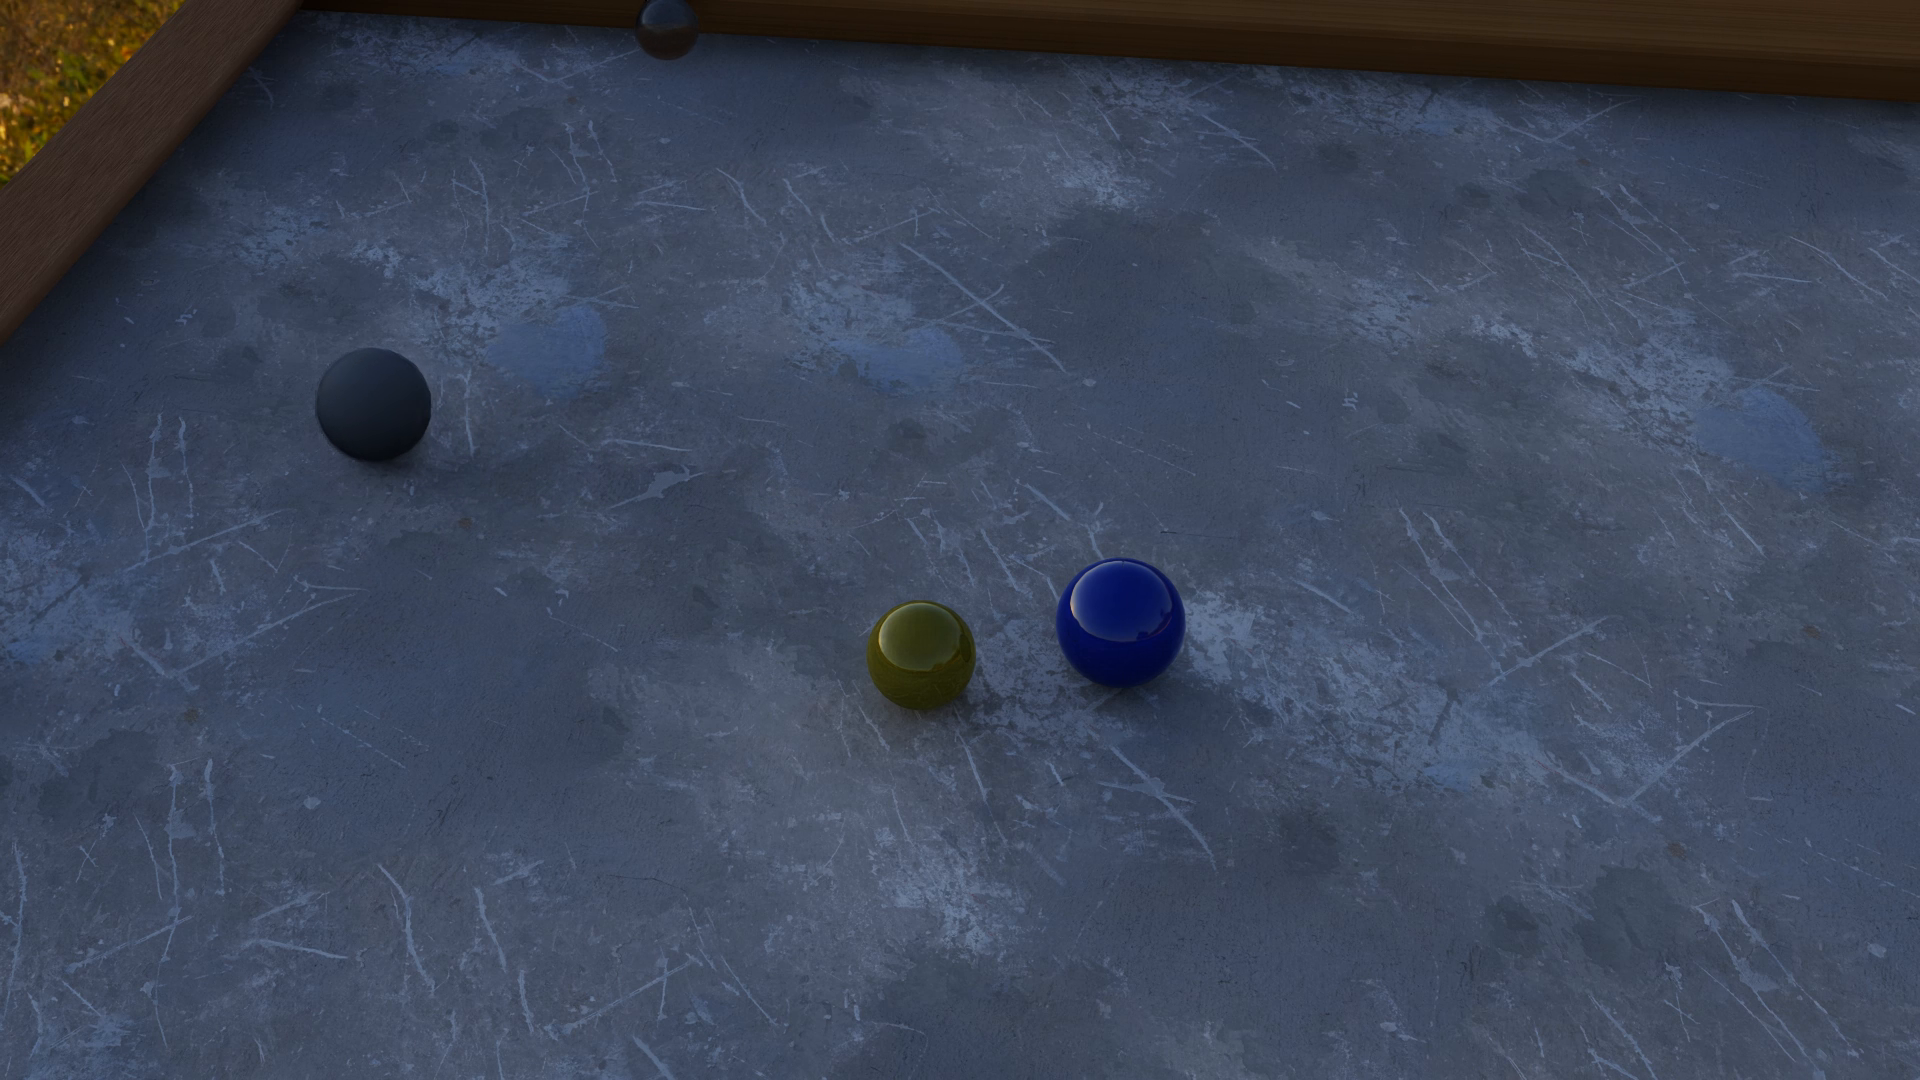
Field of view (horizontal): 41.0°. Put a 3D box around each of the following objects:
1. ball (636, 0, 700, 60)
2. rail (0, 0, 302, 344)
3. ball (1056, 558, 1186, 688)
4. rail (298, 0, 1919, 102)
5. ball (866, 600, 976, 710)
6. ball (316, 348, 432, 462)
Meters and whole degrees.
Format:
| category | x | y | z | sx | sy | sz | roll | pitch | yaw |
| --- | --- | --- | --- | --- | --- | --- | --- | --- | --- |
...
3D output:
| category | x | y | z | sx | sy | sz | roll | pitch | yaw |
| --- | --- | --- | --- | --- | --- | --- | --- | --- | --- |
| ball | -0.302 | -0.528 | 2.647 | 0.066 | 0.066 | 0.066 | 0 | 35 | 0 |
| rail | -0.825 | -0.081 | 1.952 | 0.045 | 0.118 | 1.922 | 5 | 35 | 7 |
| ball | 0.111 | 0.057 | 1.778 | 0.091 | 0.091 | 0.091 | 0 | 35 | 0 |
| rail | 0.979 | -0.475 | 2.523 | 3.428 | 0.118 | 0.045 | 5 | 35 | 7 |
| ball | -0.027 | 0.079 | 1.759 | 0.076 | 0.076 | 0.076 | 0 | 35 | 0 |
| ball | -0.460 | -0.106 | 2.016 | 0.089 | 0.089 | 0.089 | 0 | 35 | 0 |
